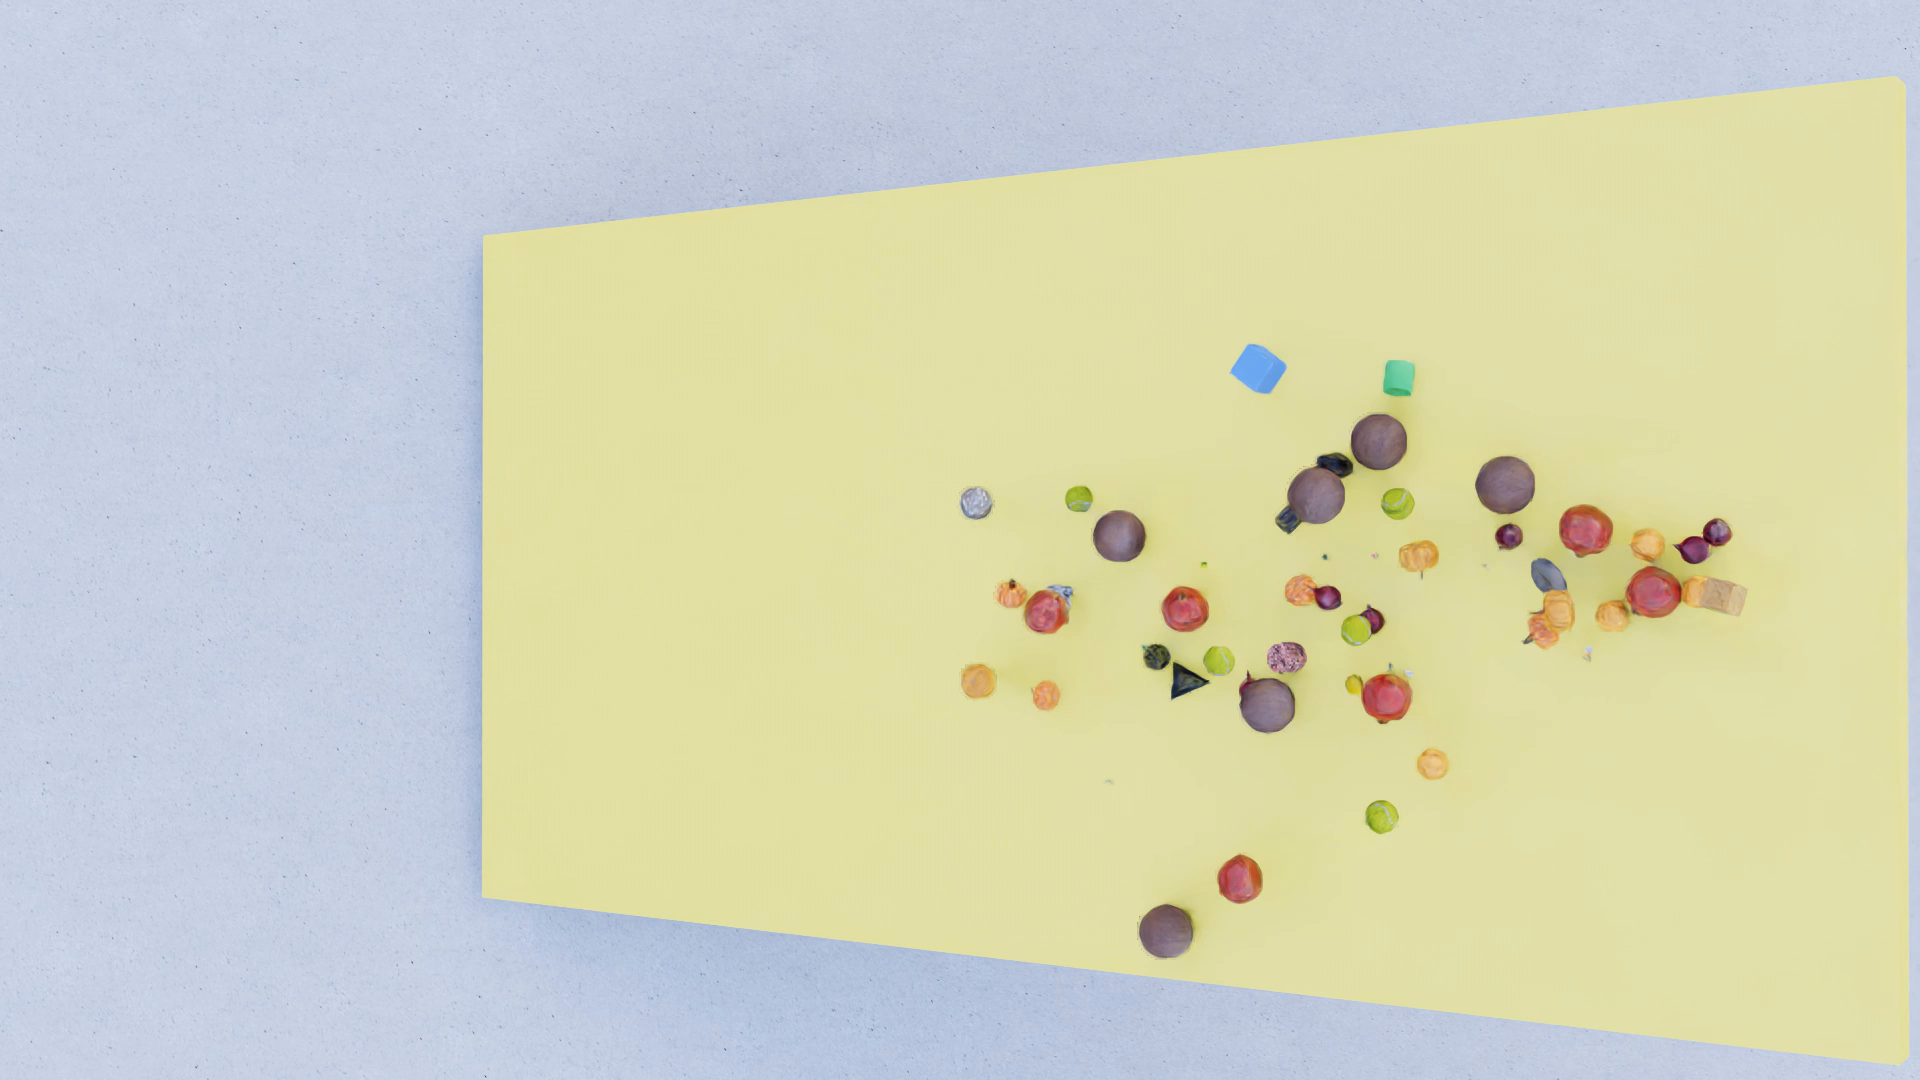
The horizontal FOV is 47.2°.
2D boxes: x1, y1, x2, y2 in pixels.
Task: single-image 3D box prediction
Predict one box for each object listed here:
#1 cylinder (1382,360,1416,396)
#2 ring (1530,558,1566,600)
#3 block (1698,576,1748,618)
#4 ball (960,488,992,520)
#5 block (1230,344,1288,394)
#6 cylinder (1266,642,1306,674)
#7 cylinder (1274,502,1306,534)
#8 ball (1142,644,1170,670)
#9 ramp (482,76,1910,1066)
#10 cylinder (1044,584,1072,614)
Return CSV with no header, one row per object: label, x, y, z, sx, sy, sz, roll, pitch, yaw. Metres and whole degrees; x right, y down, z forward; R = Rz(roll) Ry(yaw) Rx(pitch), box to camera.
cylinder,0.996,-0.367,4.991,0.066,0.066,0.066,10,78,0
ring,1.283,0.085,4.793,0.034,0.101,0.101,-31,90,-11
block,1.570,0.117,4.522,0.062,0.062,0.062,17,90,-44
ball,0.041,-0.094,5.619,0.083,0.083,0.083,0,90,0
block,0.705,-0.403,5.184,0.082,0.082,0.082,42,111,26
cylinder,0.764,0.276,5.147,0.070,0.070,0.070,0,89,33
cylinder,0.772,-0.051,5.137,0.053,0.053,0.053,44,78,0
ball,0.477,0.284,5.338,0.066,0.066,0.066,0,90,0
ramp,0.254,0.070,5.587,4.000,0.100,2.000,0,89,33
cylinder,0.245,0.148,5.493,0.065,0.065,0.065,8,95,0
